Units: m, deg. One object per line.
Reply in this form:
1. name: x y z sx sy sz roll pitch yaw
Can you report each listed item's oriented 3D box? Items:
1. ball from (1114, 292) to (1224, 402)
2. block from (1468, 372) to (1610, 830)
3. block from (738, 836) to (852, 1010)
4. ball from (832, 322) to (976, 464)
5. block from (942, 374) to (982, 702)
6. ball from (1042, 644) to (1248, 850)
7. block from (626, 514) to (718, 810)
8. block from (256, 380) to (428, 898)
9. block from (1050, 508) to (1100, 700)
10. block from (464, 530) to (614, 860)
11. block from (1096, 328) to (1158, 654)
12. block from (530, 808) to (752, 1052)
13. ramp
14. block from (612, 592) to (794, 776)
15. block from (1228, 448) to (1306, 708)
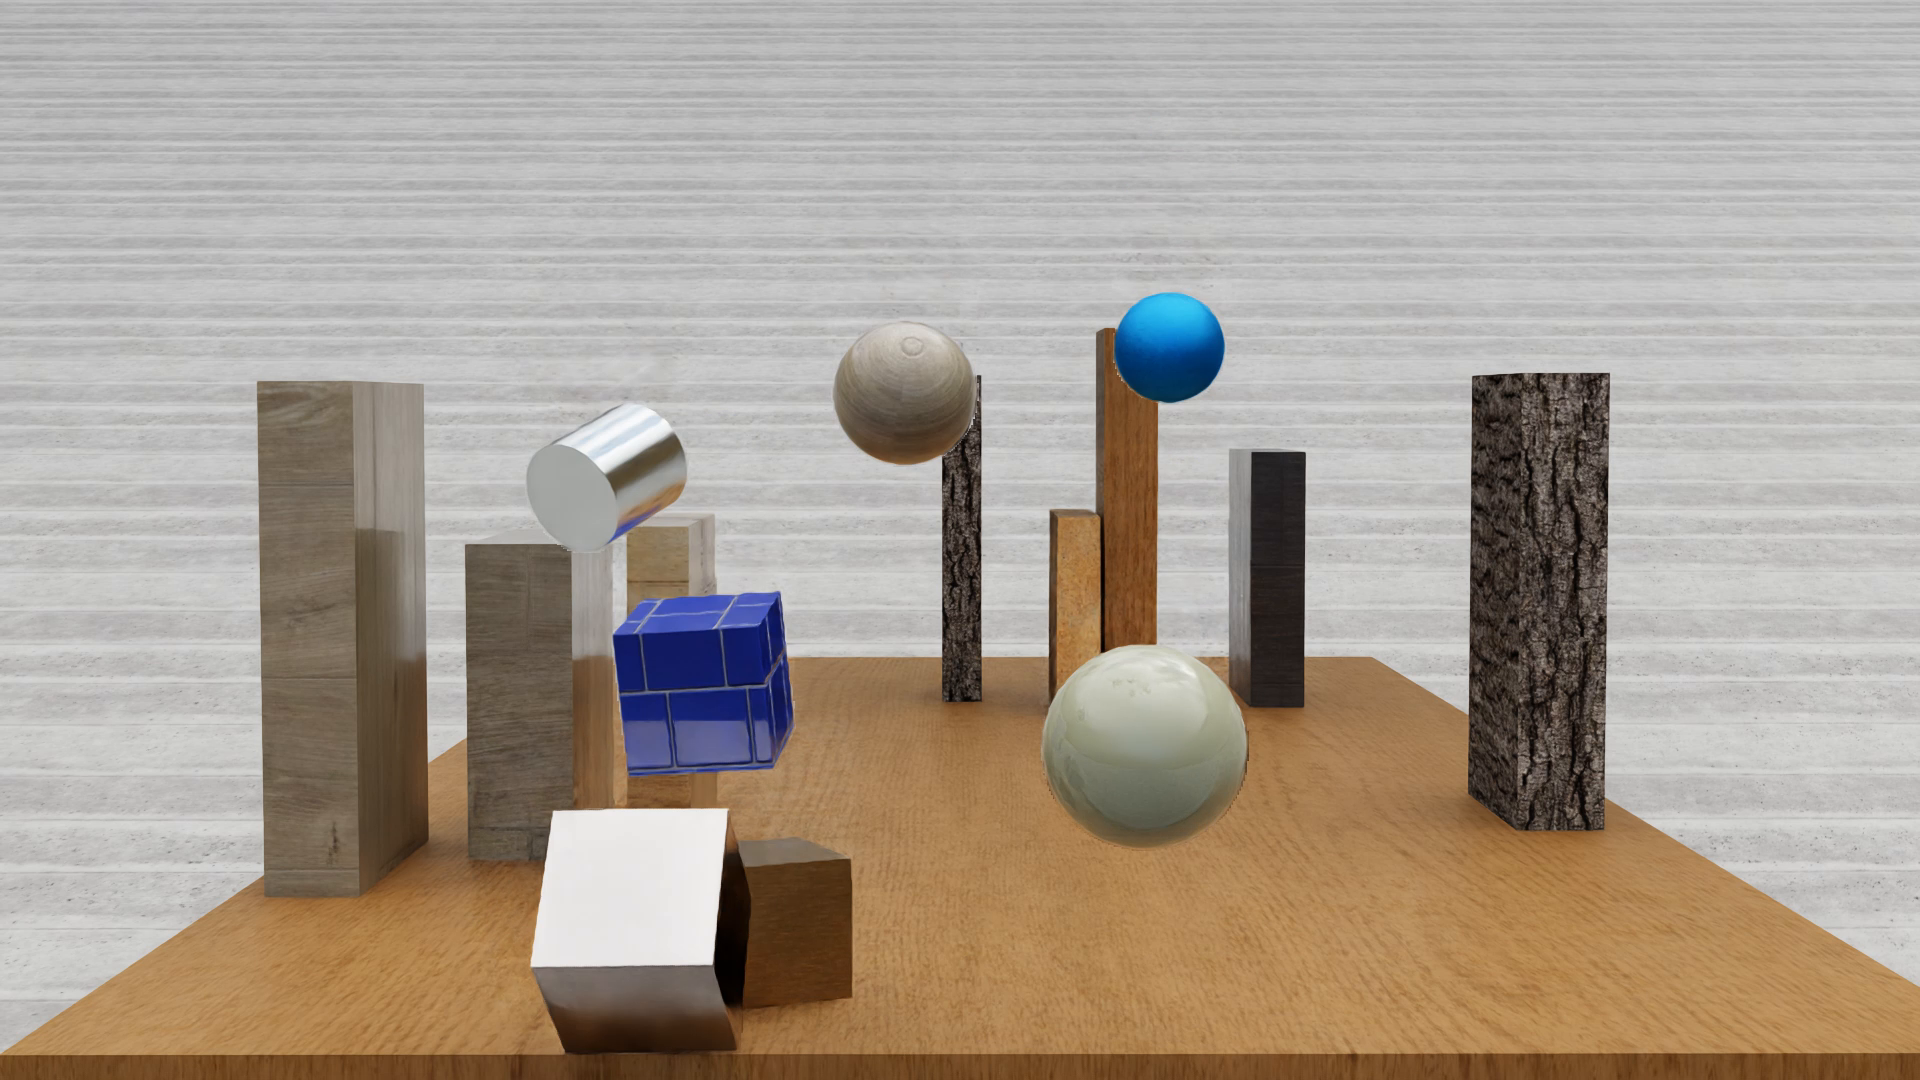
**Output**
1. ball: 0.229 -0.211 2.809 0.120 0.120 0.120 0 21 0
2. block: 0.901 0.084 4.025 0.131 0.686 0.369 0 3 0
3. block: -0.218 0.416 2.804 0.152 0.152 0.152 -2 3 -26
4. ball: -0.062 -0.165 2.890 0.161 0.161 0.161 0 21 0
5. block: 0.004 -0.011 5.683 0.085 0.703 0.320 0 3 0
6. ball: 0.183 0.204 2.547 0.203 0.203 0.203 0 21 0
7. block: -0.400 0.211 3.596 0.082 0.480 0.385 0 3 0
8. block: -0.843 0.118 3.545 0.123 0.670 0.441 0 3 0
9. block: 0.240 0.149 5.418 0.087 0.412 0.444 0 3 0
10. block: -0.618 0.217 3.815 0.149 0.445 0.422 0 3 0
11. block: 0.348 -0.042 5.404 0.108 0.795 0.332 0 3 0
12. block: -0.308 0.383 2.519 0.172 0.172 0.172 -1 51 4
13. ramp: 0.050 0.452 4.532 2.000 0.100 4.000 0 3 0
14. block: -0.268 0.150 2.711 0.151 0.151 0.151 -4 12 6
15. block: 0.670 0.073 5.638 0.115 0.540 0.439 0 3 0
